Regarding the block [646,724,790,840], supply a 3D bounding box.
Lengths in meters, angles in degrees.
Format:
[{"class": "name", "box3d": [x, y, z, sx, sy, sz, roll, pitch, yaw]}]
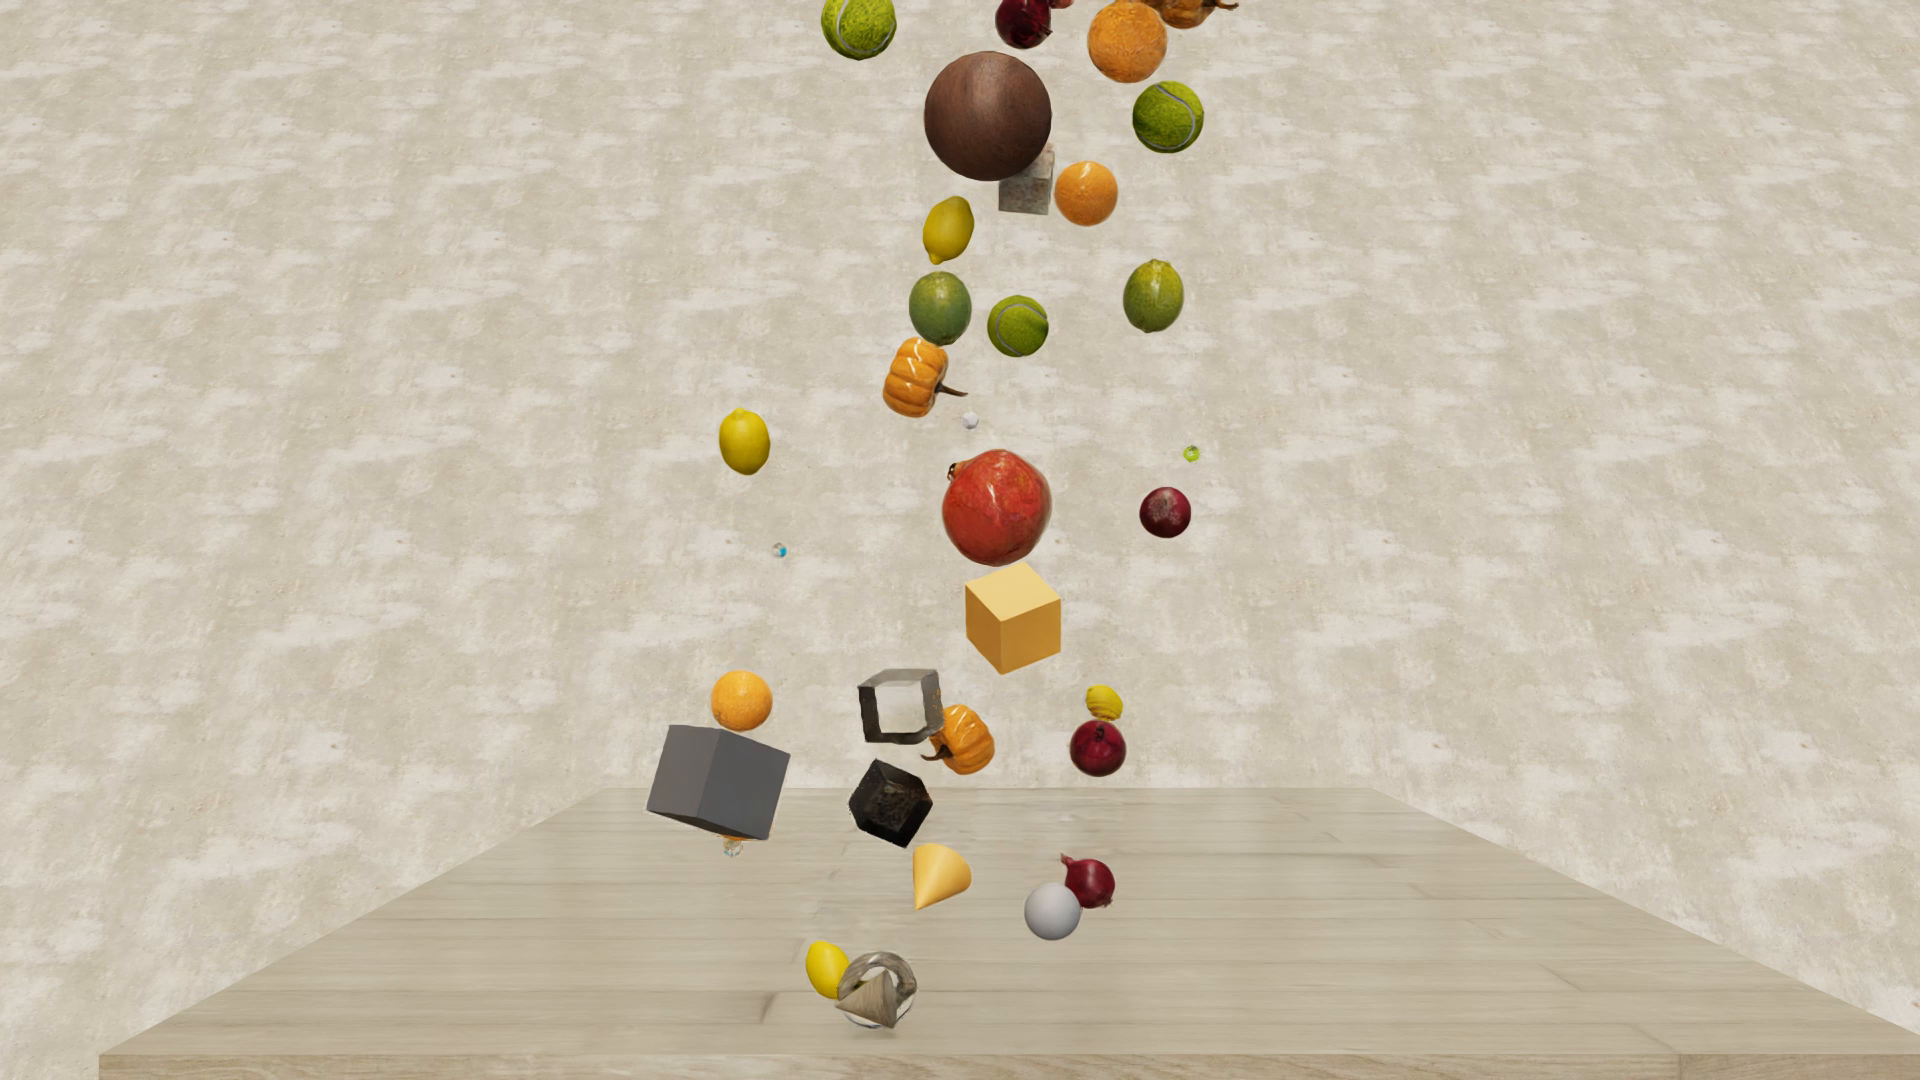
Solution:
[{"class": "block", "box3d": [-0.252, 0.252, 2.707, 0.094, 0.094, 0.094, 24, -16, -38]}]

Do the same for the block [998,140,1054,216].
[{"class": "block", "box3d": [0.068, -0.374, 2.680, 0.052, 0.052, 0.052, 6, 52, 4]}]

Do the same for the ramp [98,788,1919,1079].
[{"class": "ramp", "box3d": [0.075, 0.650, 4.785, 2.000, 0.100, 4.000, 0, -1, 0]}]

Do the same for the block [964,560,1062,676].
[{"class": "block", "box3d": [0.065, 0.095, 3.165, 0.085, 0.085, 0.085, -20, 42, -23]}]

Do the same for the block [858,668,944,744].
[{"class": "block", "box3d": [-0.071, 0.200, 3.129, 0.072, 0.072, 0.072, -1, 14, 27]}]

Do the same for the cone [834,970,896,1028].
[{"class": "cone", "box3d": [-0.110, 0.514, 2.882, 0.065, 0.065, 0.065, -9, 33, 10]}]

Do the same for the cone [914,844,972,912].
[{"class": "cone", "box3d": [-0.035, 0.394, 2.924, 0.074, 0.074, 0.074, 17, 50, 23]}]

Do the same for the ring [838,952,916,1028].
[{"class": "ring", "box3d": [-0.094, 0.510, 2.941, 0.092, 0.092, 0.031, -10, 19, -15]}]

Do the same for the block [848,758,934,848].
[{"class": "block", "box3d": [-0.084, 0.318, 3.135, 0.067, 0.067, 0.067, 26, 14, -24]}]

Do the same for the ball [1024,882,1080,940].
[{"class": "ball", "box3d": [0.105, 0.422, 2.946, 0.065, 0.065, 0.065, 0, 34, 0]}]
